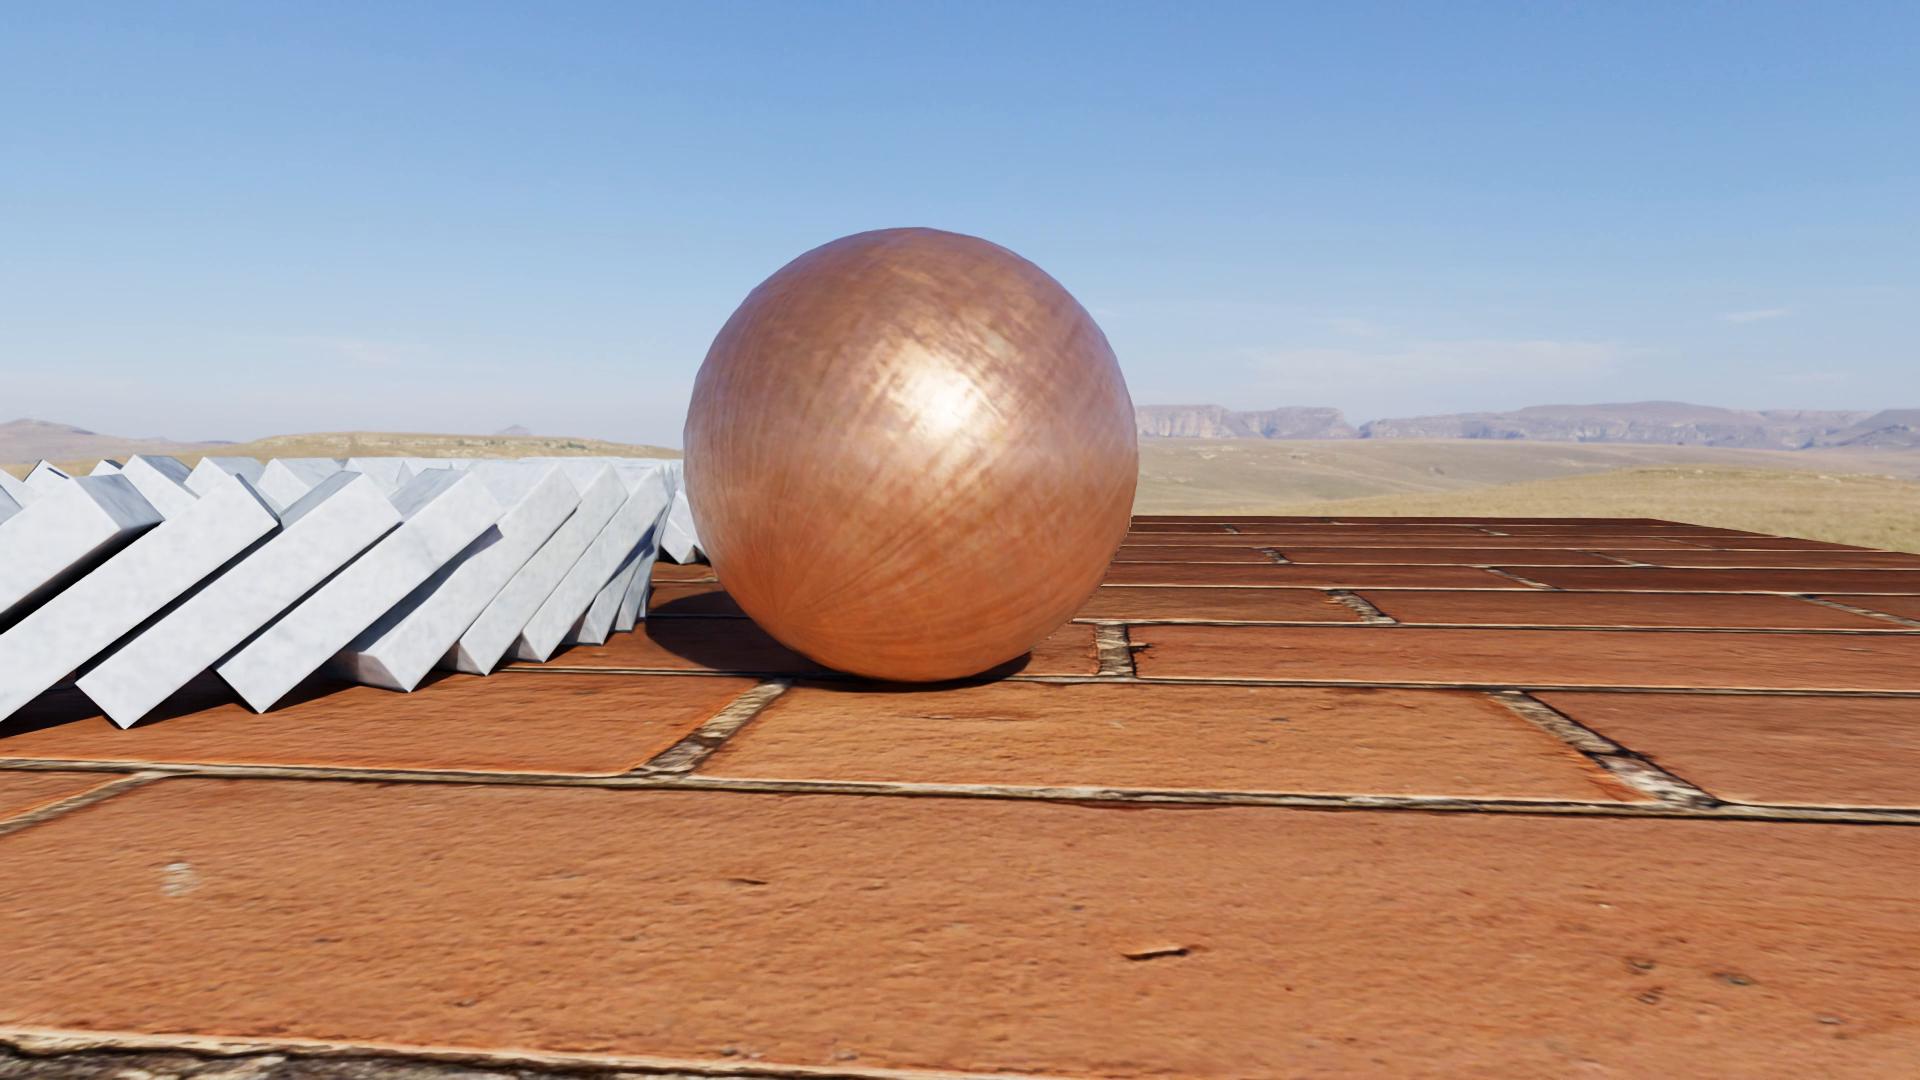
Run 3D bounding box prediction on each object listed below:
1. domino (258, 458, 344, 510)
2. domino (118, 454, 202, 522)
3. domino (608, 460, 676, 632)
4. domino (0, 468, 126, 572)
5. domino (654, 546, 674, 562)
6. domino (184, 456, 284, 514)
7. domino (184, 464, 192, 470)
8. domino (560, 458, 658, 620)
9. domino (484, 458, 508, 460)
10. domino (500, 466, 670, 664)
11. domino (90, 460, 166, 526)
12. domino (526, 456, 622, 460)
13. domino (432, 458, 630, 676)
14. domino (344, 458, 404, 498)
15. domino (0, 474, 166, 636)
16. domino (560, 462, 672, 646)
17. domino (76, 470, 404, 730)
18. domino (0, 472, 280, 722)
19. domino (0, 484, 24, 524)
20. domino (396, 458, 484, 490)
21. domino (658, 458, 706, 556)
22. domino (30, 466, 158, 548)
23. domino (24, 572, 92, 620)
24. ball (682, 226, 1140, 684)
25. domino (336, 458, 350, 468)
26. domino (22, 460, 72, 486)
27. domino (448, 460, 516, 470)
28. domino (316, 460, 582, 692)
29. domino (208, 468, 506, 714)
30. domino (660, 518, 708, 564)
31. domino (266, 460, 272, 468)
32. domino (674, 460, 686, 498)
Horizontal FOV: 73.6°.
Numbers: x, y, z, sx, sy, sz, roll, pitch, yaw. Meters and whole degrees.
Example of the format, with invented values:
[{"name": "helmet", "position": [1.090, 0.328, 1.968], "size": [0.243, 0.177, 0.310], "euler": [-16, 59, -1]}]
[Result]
[{"name": "domino", "position": [-0.178, -0.005, 0.377], "size": [0.050, 0.009, 0.025], "euler": [39, 10, 6]}, {"name": "domino", "position": [-0.213, -0.005, 0.368], "size": [0.050, 0.010, 0.025], "euler": [39, -5, -11]}, {"name": "domino", "position": [-0.086, 0.000, 0.305], "size": [0.025, 0.009, 0.050], "euler": [1, 42, 3]}, {"name": "domino", "position": [-0.233, -0.001, 0.329], "size": [0.025, 0.009, 0.050], "euler": [1, -33, 33]}, {"name": "domino", "position": [-0.123, -0.012, 0.474], "size": [0.050, 0.009, 0.025], "euler": [40, 18, 17]}, {"name": "domino", "position": [-0.195, -0.005, 0.373], "size": [0.050, 0.009, 0.025], "euler": [39, 3, -2]}, {"name": "domino", "position": [-0.259, -0.010, 0.454], "size": [0.050, 0.009, 0.025], "euler": [37, -9, -19]}, {"name": "domino", "position": [-0.090, -0.001, 0.323], "size": [0.025, 0.009, 0.050], "euler": [0, 43, -8]}, {"name": "domino", "position": [-0.158, -0.012, 0.478], "size": [0.050, 0.010, 0.025], "euler": [37, 8, 4]}, {"name": "domino", "position": [-0.085, 0.004, 0.269], "size": [0.025, 0.009, 0.050], "euler": [2, 42, 25]}, {"name": "domino", "position": [-0.274, -0.009, 0.445], "size": [0.050, 0.010, 0.025], "euler": [38, -13, -24]}, {"name": "domino", "position": [-0.100, -0.002, 0.338], "size": [0.025, 0.009, 0.050], "euler": [-2, 44, -22]}, {"name": "domino", "position": [-0.090, 0.004, 0.254], "size": [0.025, 0.010, 0.050], "euler": [4, 45, 27]}, {"name": "domino", "position": [-0.158, -0.005, 0.379], "size": [0.050, 0.009, 0.025], "euler": [43, 21, 19]}, {"name": "domino", "position": [-0.146, 0.009, 0.189], "size": [0.050, 0.009, 0.025], "euler": [-40, 15, -12]}, {"name": "domino", "position": [-0.085, 0.002, 0.288], "size": [0.025, 0.010, 0.050], "euler": [1, 42, 10]}, {"name": "domino", "position": [-0.117, 0.008, 0.210], "size": [0.050, 0.009, 0.025], "euler": [-44, 26, -23]}, {"name": "domino", "position": [-0.131, 0.009, 0.199], "size": [0.050, 0.010, 0.025], "euler": [-42, 21, -19]}, {"name": "domino", "position": [-0.162, 0.010, 0.181], "size": [0.050, 0.010, 0.025], "euler": [-39, 9, -5]}, {"name": "domino", "position": [-0.141, -0.005, 0.373], "size": [0.025, 0.009, 0.050], "euler": [-4, 44, -51]}, {"name": "domino", "position": [-0.092, -0.010, 0.460], "size": [0.050, 0.009, 0.025], "euler": [42, 24, 23]}, {"name": "domino", "position": [-0.227, -0.002, 0.351], "size": [0.050, 0.009, 0.025], "euler": [38, -17, -30]}, {"name": "domino", "position": [-0.242, 0.014, 0.311], "size": [0.025, 0.010, 0.050], "euler": [3, 5, 30]}, {"name": "ball", "position": [-0.008, -0.015, 0.228], "size": [0.080, 0.080, 0.080], "euler": [0, 4, 0]}, {"name": "domino", "position": [-0.210, -0.011, 0.472], "size": [0.050, 0.009, 0.025], "euler": [35, 0, -8]}, {"name": "domino", "position": [-0.287, -0.009, 0.432], "size": [0.050, 0.010, 0.025], "euler": [41, -20, -31]}, {"name": "domino", "position": [-0.125, -0.004, 0.364], "size": [0.025, 0.010, 0.050], "euler": [-4, 43, -41]}, {"name": "domino", "position": [-0.096, 0.005, 0.239], "size": [0.025, 0.010, 0.050], "euler": [3, 44, 32]}, {"name": "domino", "position": [-0.105, 0.007, 0.221], "size": [0.025, 0.010, 0.050], "euler": [6, 45, 51]}, {"name": "domino", "position": [-0.107, -0.011, 0.467], "size": [0.050, 0.010, 0.025], "euler": [41, 21, 20]}, {"name": "domino", "position": [-0.227, -0.011, 0.467], "size": [0.050, 0.009, 0.025], "euler": [36, -4, -12]}, {"name": "domino", "position": [-0.077, -0.010, 0.451], "size": [0.050, 0.010, 0.025], "euler": [44, 27, 26]}]
